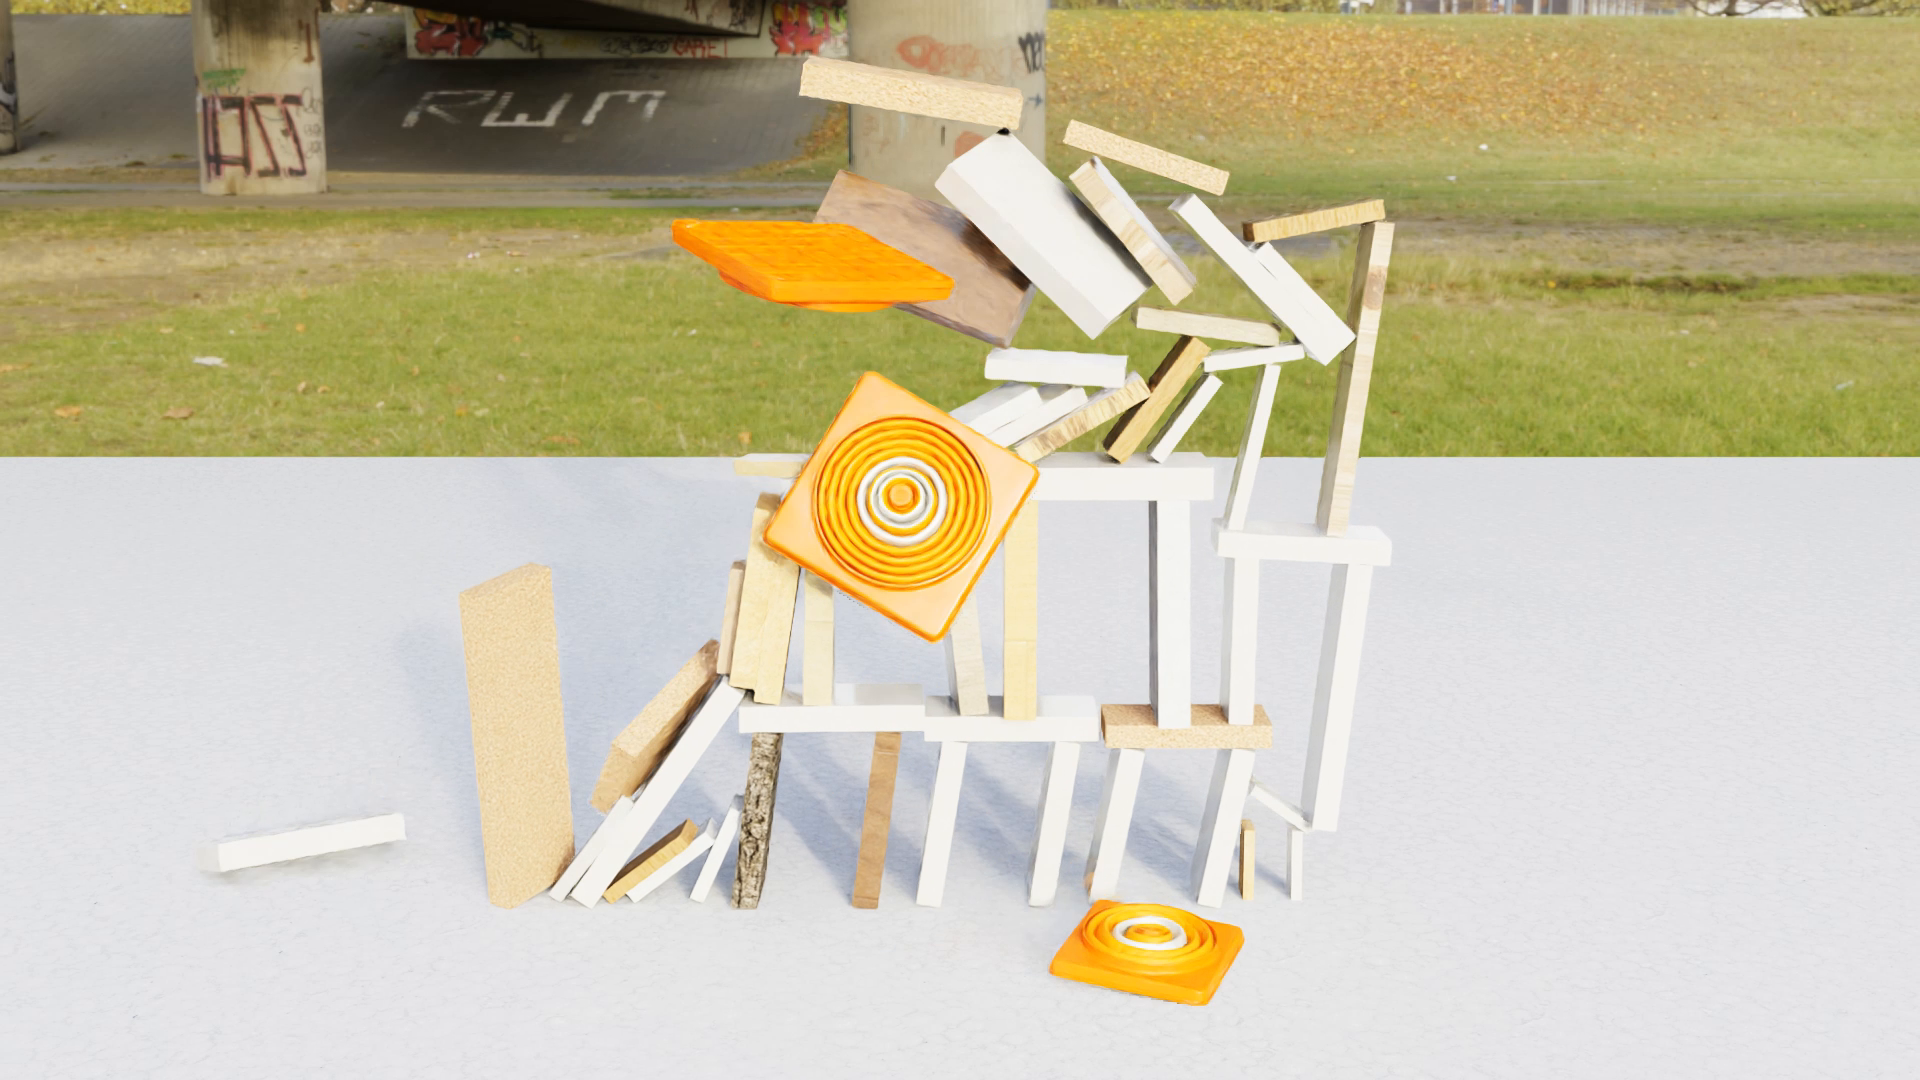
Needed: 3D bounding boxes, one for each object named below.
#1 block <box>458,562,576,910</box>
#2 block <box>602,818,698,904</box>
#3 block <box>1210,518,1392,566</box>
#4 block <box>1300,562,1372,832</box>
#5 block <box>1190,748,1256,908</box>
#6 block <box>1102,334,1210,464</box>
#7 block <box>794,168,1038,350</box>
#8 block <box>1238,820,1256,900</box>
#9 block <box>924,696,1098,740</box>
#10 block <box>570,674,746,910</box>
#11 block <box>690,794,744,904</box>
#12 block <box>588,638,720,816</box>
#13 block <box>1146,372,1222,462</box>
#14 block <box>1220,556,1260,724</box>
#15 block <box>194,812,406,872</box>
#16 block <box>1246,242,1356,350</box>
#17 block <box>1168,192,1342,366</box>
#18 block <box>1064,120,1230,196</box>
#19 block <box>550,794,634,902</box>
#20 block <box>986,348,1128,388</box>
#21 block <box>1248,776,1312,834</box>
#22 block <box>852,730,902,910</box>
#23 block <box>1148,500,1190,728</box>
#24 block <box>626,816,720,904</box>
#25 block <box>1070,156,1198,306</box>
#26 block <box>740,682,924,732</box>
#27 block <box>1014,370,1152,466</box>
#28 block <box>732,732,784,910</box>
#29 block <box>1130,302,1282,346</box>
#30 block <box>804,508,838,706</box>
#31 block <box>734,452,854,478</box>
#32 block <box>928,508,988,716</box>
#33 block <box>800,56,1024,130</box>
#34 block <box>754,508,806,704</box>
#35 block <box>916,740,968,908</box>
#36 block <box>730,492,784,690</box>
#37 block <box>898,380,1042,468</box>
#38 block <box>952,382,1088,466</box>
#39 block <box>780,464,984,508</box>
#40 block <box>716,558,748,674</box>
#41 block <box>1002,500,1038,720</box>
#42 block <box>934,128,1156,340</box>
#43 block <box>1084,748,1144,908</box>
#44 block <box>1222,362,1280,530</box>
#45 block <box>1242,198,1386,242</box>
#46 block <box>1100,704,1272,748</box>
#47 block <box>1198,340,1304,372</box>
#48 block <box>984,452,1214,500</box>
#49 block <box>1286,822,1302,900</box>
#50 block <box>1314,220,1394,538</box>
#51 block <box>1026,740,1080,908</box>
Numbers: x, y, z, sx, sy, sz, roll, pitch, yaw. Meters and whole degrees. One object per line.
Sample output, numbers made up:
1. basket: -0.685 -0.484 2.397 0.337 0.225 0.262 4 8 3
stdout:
1. block: -0.714 0.320 3.570 0.045 0.548 0.159 12 24 32
2. block: -0.513 0.531 3.642 0.168 0.024 0.084 -37 8 10
3. block: 0.549 0.002 3.559 0.274 0.039 0.137 3 11 0
4. block: 0.615 0.244 3.606 0.039 0.443 0.137 6 10 -1
5. block: 0.433 0.457 3.642 0.038 0.268 0.134 11 10 -2
6. block: 0.312 -0.229 3.524 0.032 0.228 0.114 36 8 -7
7. block: -0.060 -0.456 3.555 0.380 0.174 0.049 22 -12 16
8. block: 0.477 0.531 3.657 0.017 0.120 0.060 0 11 0
9. block: 0.083 0.292 3.615 0.280 0.040 0.140 0 10 0
10. block: -0.492 0.402 3.632 0.042 0.440 0.147 35 9 -6
11. block: -0.399 0.511 3.650 0.024 0.168 0.084 24 10 -4
12. block: -0.500 0.312 3.690 0.045 0.159 0.318 32 40 7
13. block: 0.359 -0.199 3.523 0.023 0.159 0.080 36 9 -6
14. block: 0.455 0.151 3.590 0.039 0.274 0.137 1 11 0
15. block: -1.141 0.521 3.803 0.318 0.045 0.159 -7 -2 -34
16. block: 0.538 -0.391 3.488 0.029 0.207 0.104 -44 9 6
17. block: 0.466 -0.415 3.484 0.037 0.337 0.130 -45 9 6
18. block: 0.294 -0.602 3.464 0.259 0.037 0.130 19 10 3
19. block: -0.603 0.506 3.595 0.025 0.206 0.087 36 38 -4
20. block: 0.155 -0.276 3.508 0.219 0.031 0.109 4 16 6
21. block: 0.529 0.438 3.639 0.120 0.017 0.060 35 9 -6
22. block: -0.135 0.443 3.639 0.042 0.297 0.148 8 10 -1
23. block: 0.340 0.104 3.578 0.051 0.371 0.179 -1 10 0
24. block: -0.476 0.531 3.654 0.168 0.024 0.084 -37 8 7
25. block: 0.277 -0.492 3.485 0.037 0.259 0.130 -38 5 16
26. block: -0.209 0.274 3.610 0.297 0.042 0.148 0 10 -2
27. block: 0.193 -0.196 3.516 0.228 0.032 0.114 -29 10 5
28. block: -0.333 0.443 3.639 0.042 0.297 0.148 8 10 -1
29. block: 0.392 -0.346 3.529 0.228 0.032 0.114 7 10 -2
30. block: -0.227 0.094 3.582 0.046 0.321 0.161 1 10 -2
31. block: -0.266 -0.120 3.532 0.174 0.025 0.087 2 11 14
32. block: -0.004 0.101 3.591 0.046 0.341 0.161 -8 11 -6
33. block: -0.077 -0.721 3.540 0.348 0.049 0.174 9 16 -3
34. block: -0.291 0.107 3.586 0.042 0.293 0.147 8 10 -3
35. block: -0.030 0.450 3.647 0.040 0.280 0.140 9 10 -2
36. block: -0.329 0.080 3.575 0.042 0.293 0.147 9 11 -3
37. block: 0.016 -0.189 3.525 0.219 0.031 0.109 -28 18 -8
38. block: 0.089 -0.193 3.540 0.219 0.031 0.109 -29 18 -10
39. block: -0.122 -0.087 3.544 0.321 0.046 0.161 0 10 0
40. block: -0.371 0.125 3.599 0.025 0.174 0.087 8 9 -3
41. block: 0.097 0.097 3.577 0.051 0.357 0.179 0 10 0
42. block: 0.139 -0.486 3.472 0.174 0.348 0.049 -43 -4 -46
43. block: 0.254 0.458 3.642 0.038 0.268 0.134 11 10 -2
44. block: 0.467 -0.153 3.528 0.023 0.268 0.080 12 10 -2
45. block: 0.557 -0.506 3.478 0.207 0.029 0.103 -11 10 -1
46. block: 0.370 0.306 3.614 0.268 0.038 0.134 0 11 0
47. block: 0.463 -0.294 3.508 0.159 0.023 0.080 -8 10 -1
48. block: 0.220 -0.104 3.540 0.357 0.051 0.179 0 10 0
49. block: 0.556 0.531 3.657 0.017 0.120 0.060 -1 11 0
50. block: 0.628 -0.258 3.508 0.029 0.498 0.103 7 11 -3
51. block: 0.154 0.451 3.643 0.040 0.280 0.140 9 10 -2
